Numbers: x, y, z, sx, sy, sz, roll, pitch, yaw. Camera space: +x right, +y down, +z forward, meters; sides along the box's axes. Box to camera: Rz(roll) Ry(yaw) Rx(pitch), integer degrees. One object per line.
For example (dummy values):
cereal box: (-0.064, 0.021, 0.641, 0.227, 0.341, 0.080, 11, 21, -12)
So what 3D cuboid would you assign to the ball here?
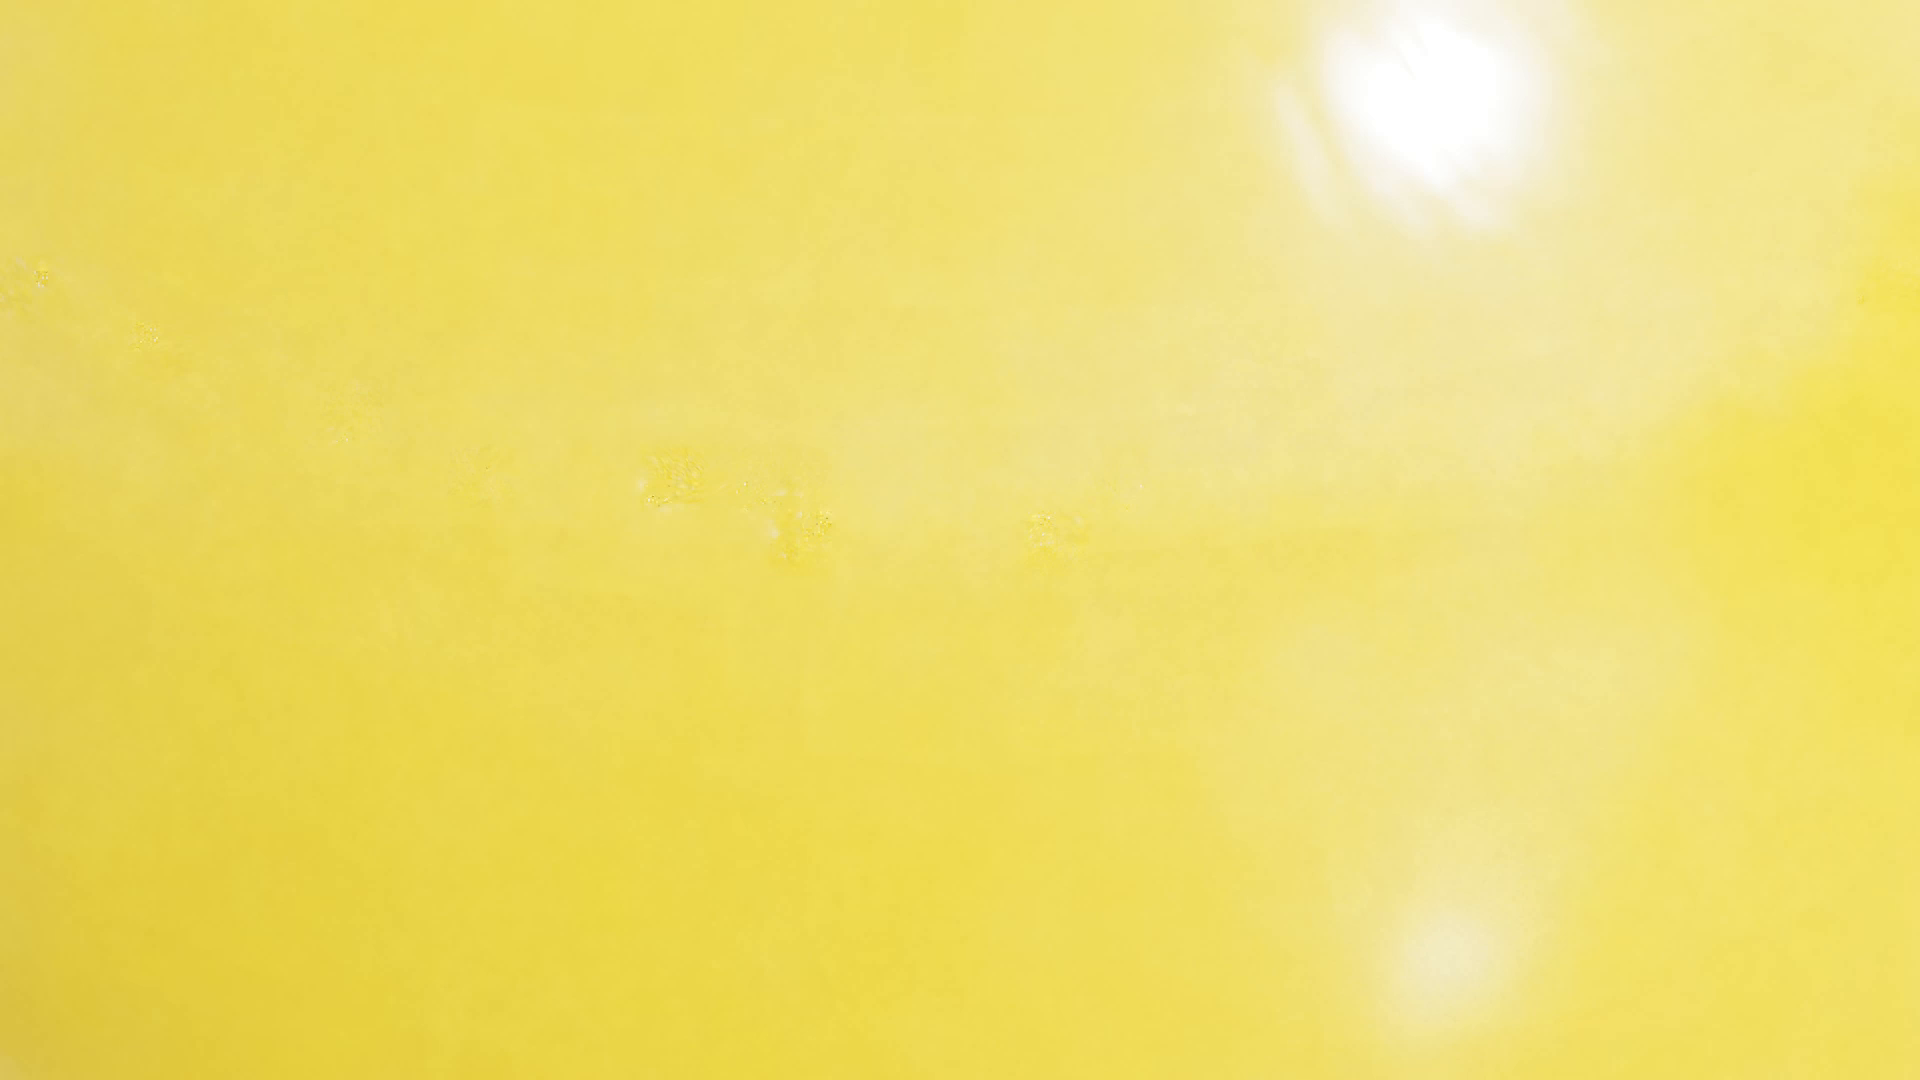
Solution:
ball: (0.000, -0.002, 0.056, 0.080, 0.080, 0.080, 0, 4, 0)
